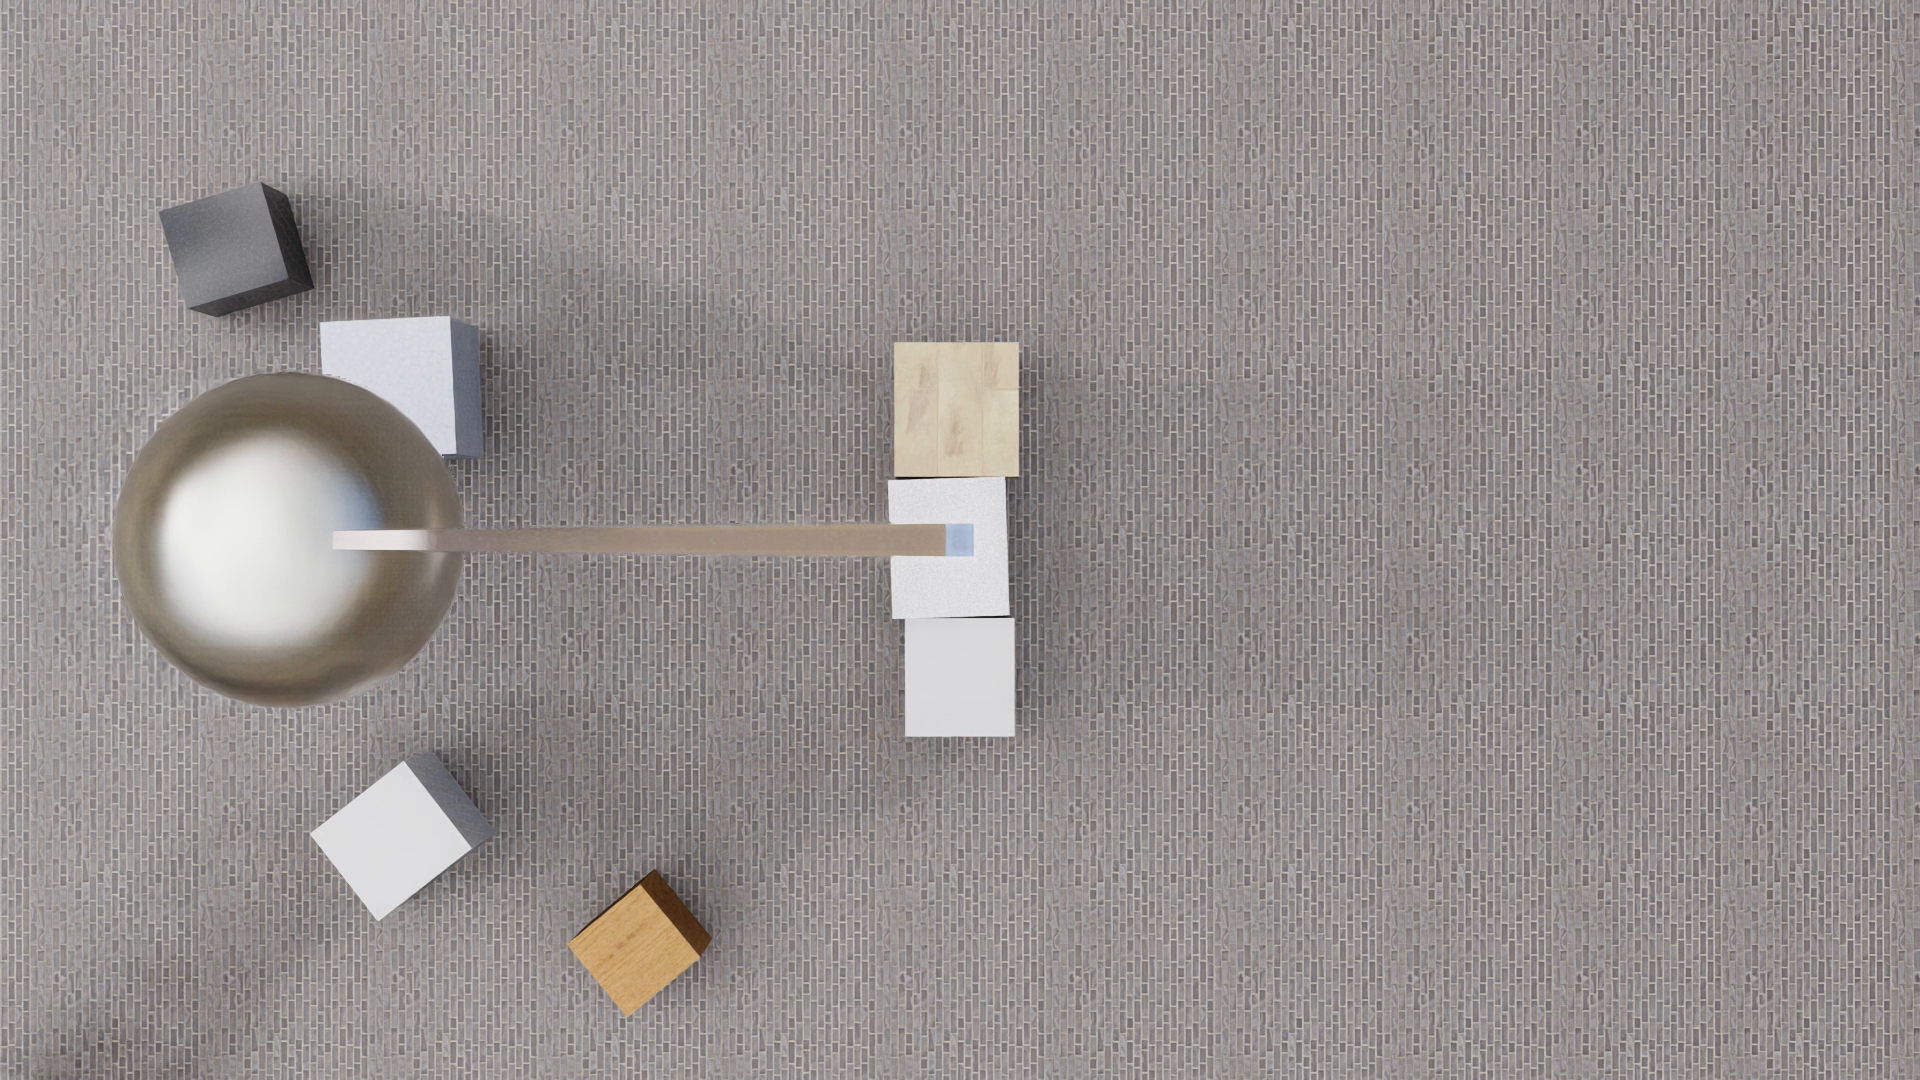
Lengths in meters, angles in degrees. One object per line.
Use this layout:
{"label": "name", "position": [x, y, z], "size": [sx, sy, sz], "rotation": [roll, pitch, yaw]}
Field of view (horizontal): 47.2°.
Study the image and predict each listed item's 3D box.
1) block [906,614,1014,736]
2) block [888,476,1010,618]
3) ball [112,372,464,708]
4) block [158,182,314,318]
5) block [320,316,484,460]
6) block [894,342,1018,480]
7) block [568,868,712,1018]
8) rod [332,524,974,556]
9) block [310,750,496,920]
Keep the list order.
{"label": "block", "position": [-0.001, 0.773, 12.691], "size": [0.615, 0.619, 0.666], "rotation": [0, 90, 0]}
{"label": "block", "position": [-0.063, 0.043, 12.641], "size": [0.653, 0.719, 0.774], "rotation": [-2, 90, 0]}
{"label": "ball", "position": [-3.174, 0.000, 10.464], "size": [1.600, 1.600, 1.600], "rotation": [0, 90, 0]}
{"label": "block", "position": [-4.186, -1.677, 12.749], "size": [0.605, 0.501, 0.575], "rotation": [-16, 90, 0]}
{"label": "block", "position": [-3.195, -0.850, 12.643], "size": [0.725, 0.715, 0.770], "rotation": [-3, 90, 0]}
{"label": "block", "position": [-0.019, -0.730, 12.649], "size": [0.696, 0.703, 0.751], "rotation": [0, 90, 0]}
{"label": "block", "position": [-1.840, 2.318, 12.701], "size": [0.534, 0.598, 0.535], "rotation": [-40, 90, 0]}
{"label": "rod", "position": [-1.375, 0.000, 7.579], "size": [0.080, 5.200, 0.080], "rotation": [0, 90, -32]}
{"label": "block", "position": [-3.195, 1.691, 12.672], "size": [0.667, 0.656, 0.622], "rotation": [-38, 90, 0]}
